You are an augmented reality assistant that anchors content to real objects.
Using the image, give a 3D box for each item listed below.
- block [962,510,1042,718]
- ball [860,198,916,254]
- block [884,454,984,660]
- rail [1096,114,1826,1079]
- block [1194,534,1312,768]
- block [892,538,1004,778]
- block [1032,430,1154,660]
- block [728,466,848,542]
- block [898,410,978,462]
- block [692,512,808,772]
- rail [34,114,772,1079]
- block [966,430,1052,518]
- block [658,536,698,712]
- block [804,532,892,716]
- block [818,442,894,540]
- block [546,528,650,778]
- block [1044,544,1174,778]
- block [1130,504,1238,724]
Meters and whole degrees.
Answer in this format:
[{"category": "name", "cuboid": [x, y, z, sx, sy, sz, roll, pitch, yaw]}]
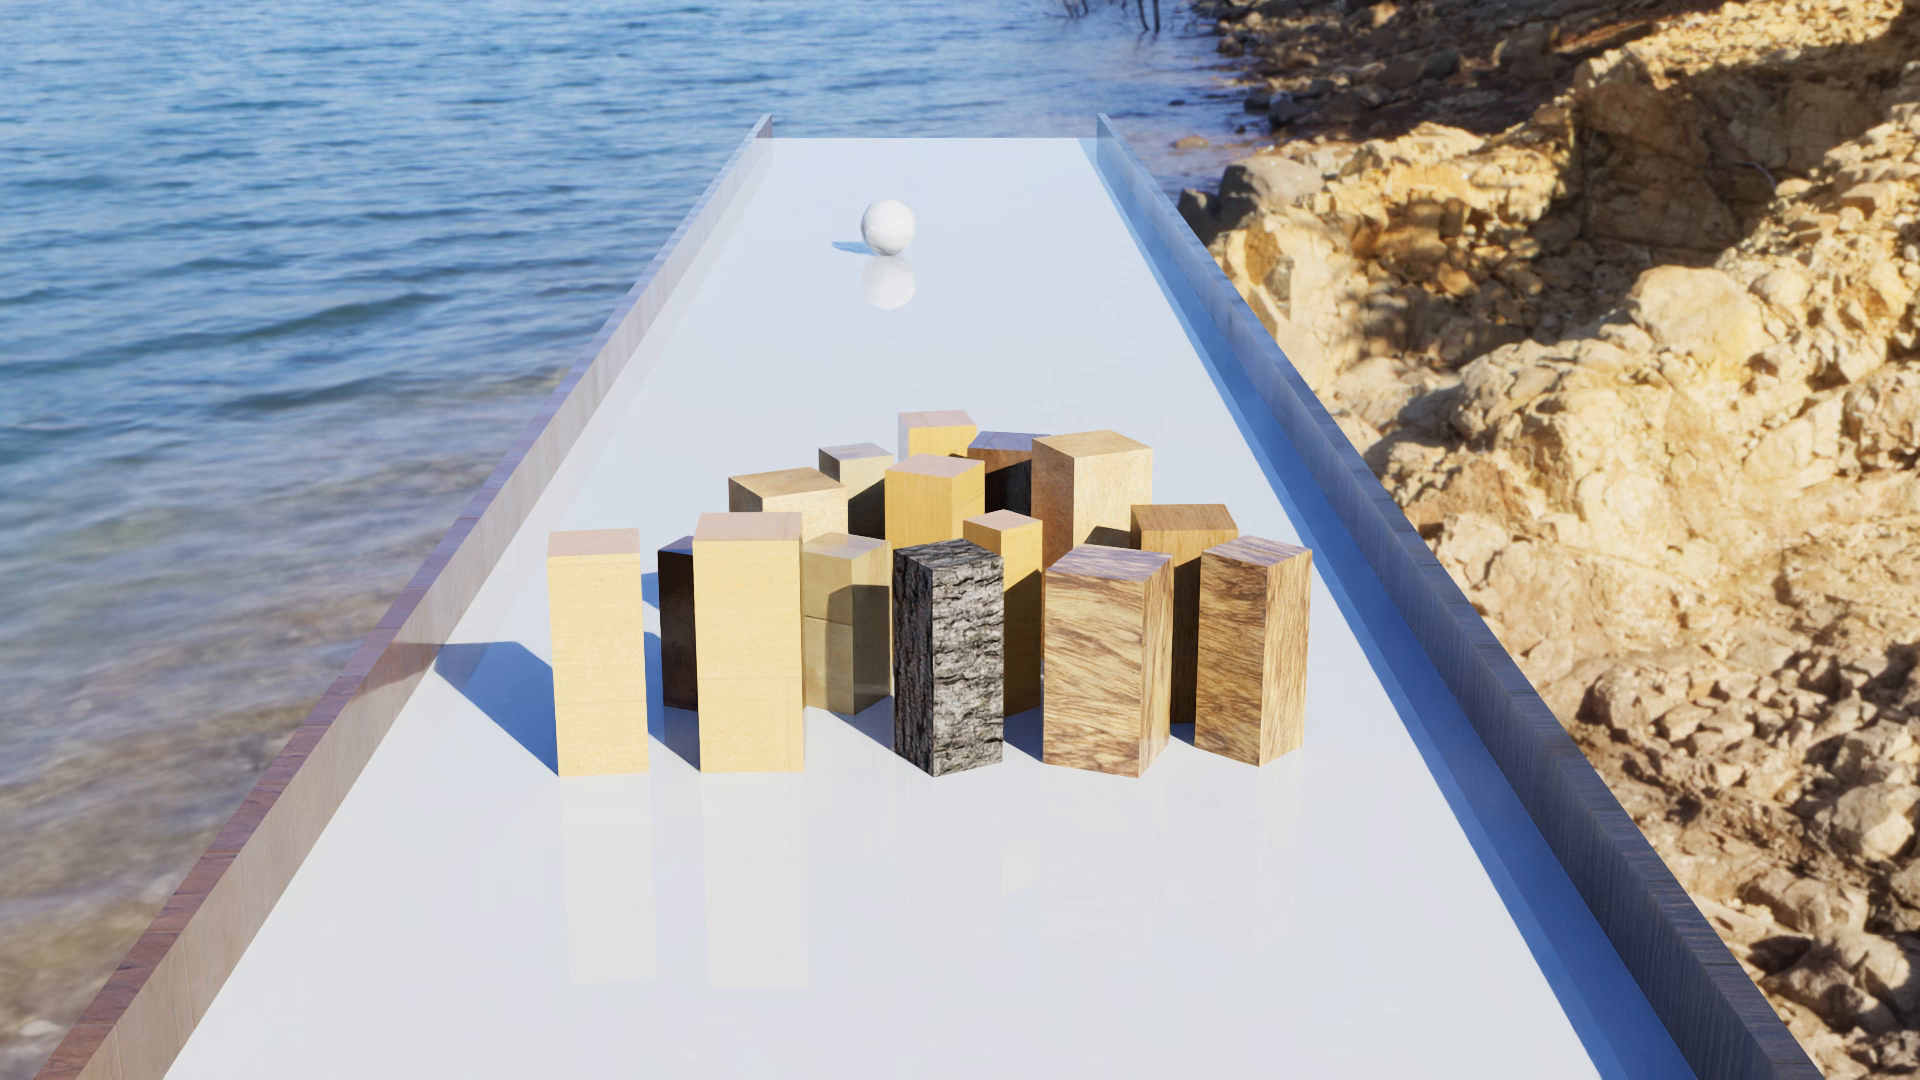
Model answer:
[{"category": "block", "cuboid": [0.079, 0.138, 4.120, 0.104, 0.366, 0.104, -14, 22, -40]}, {"category": "ball", "cuboid": [-0.302, -1.320, 9.251, 0.236, 0.236, 0.236, 0, 17, 0]}, {"category": "block", "cuboid": [-0.049, 0.040, 4.403, 0.148, 0.392, 0.148, 8, 18, 24]}, {"category": "rail", "cuboid": [0.932, -0.844, 7.801, 0.050, 0.150, 12.000, 0, 17, -1]}, {"category": "block", "cuboid": [0.522, 0.196, 3.920, 0.140, 0.370, 0.140, 14, 22, 40]}, {"category": "block", "cuboid": [-0.021, 0.205, 3.872, 0.141, 0.379, 0.141, -9, 19, -29]}, {"category": "block", "cuboid": [0.258, 0.024, 4.365, 0.174, 0.445, 0.174, -8, 18, -25]}, {"category": "block", "cuboid": [-0.340, 0.062, 4.372, 0.178, 0.368, 0.178, -8, 19, -26]}, {"category": "block", "cuboid": [-0.051, -0.090, 4.885, 0.150, 0.368, 0.150, -3, 17, -10]}, {"category": "block", "cuboid": [-0.367, 0.179, 3.883, 0.180, 0.423, 0.180, -1, 17, -2]}, {"category": "rail", "cuboid": [-1.118, -0.838, 7.780, 0.050, 0.150, 12.000, 0, 17, -1]}, {"category": "block", "cuboid": [0.103, -0.023, 4.633, 0.150, 0.382, 0.150, 3, 17, 12]}, {"category": "block", "cuboid": [-0.491, 0.159, 4.152, 0.108, 0.308, 0.108, 7, 18, 23]}, {"category": "block", "cuboid": [-0.224, 0.156, 4.165, 0.137, 0.306, 0.137, 9, 19, 29]}, {"category": "block", "cuboid": [-0.217, -0.010, 4.623, 0.120, 0.363, 0.120, -8, 18, -24]}, {"category": "block", "cuboid": [-0.634, 0.196, 3.863, 0.156, 0.402, 0.156, -2, 17, -8]}, {"category": "block", "cuboid": [0.263, 0.211, 3.890, 0.177, 0.359, 0.177, 7, 18, 22]}, {"category": "block", "cuboid": [0.413, 0.136, 4.114, 0.177, 0.373, 0.177, -1, 17, -2]}]
